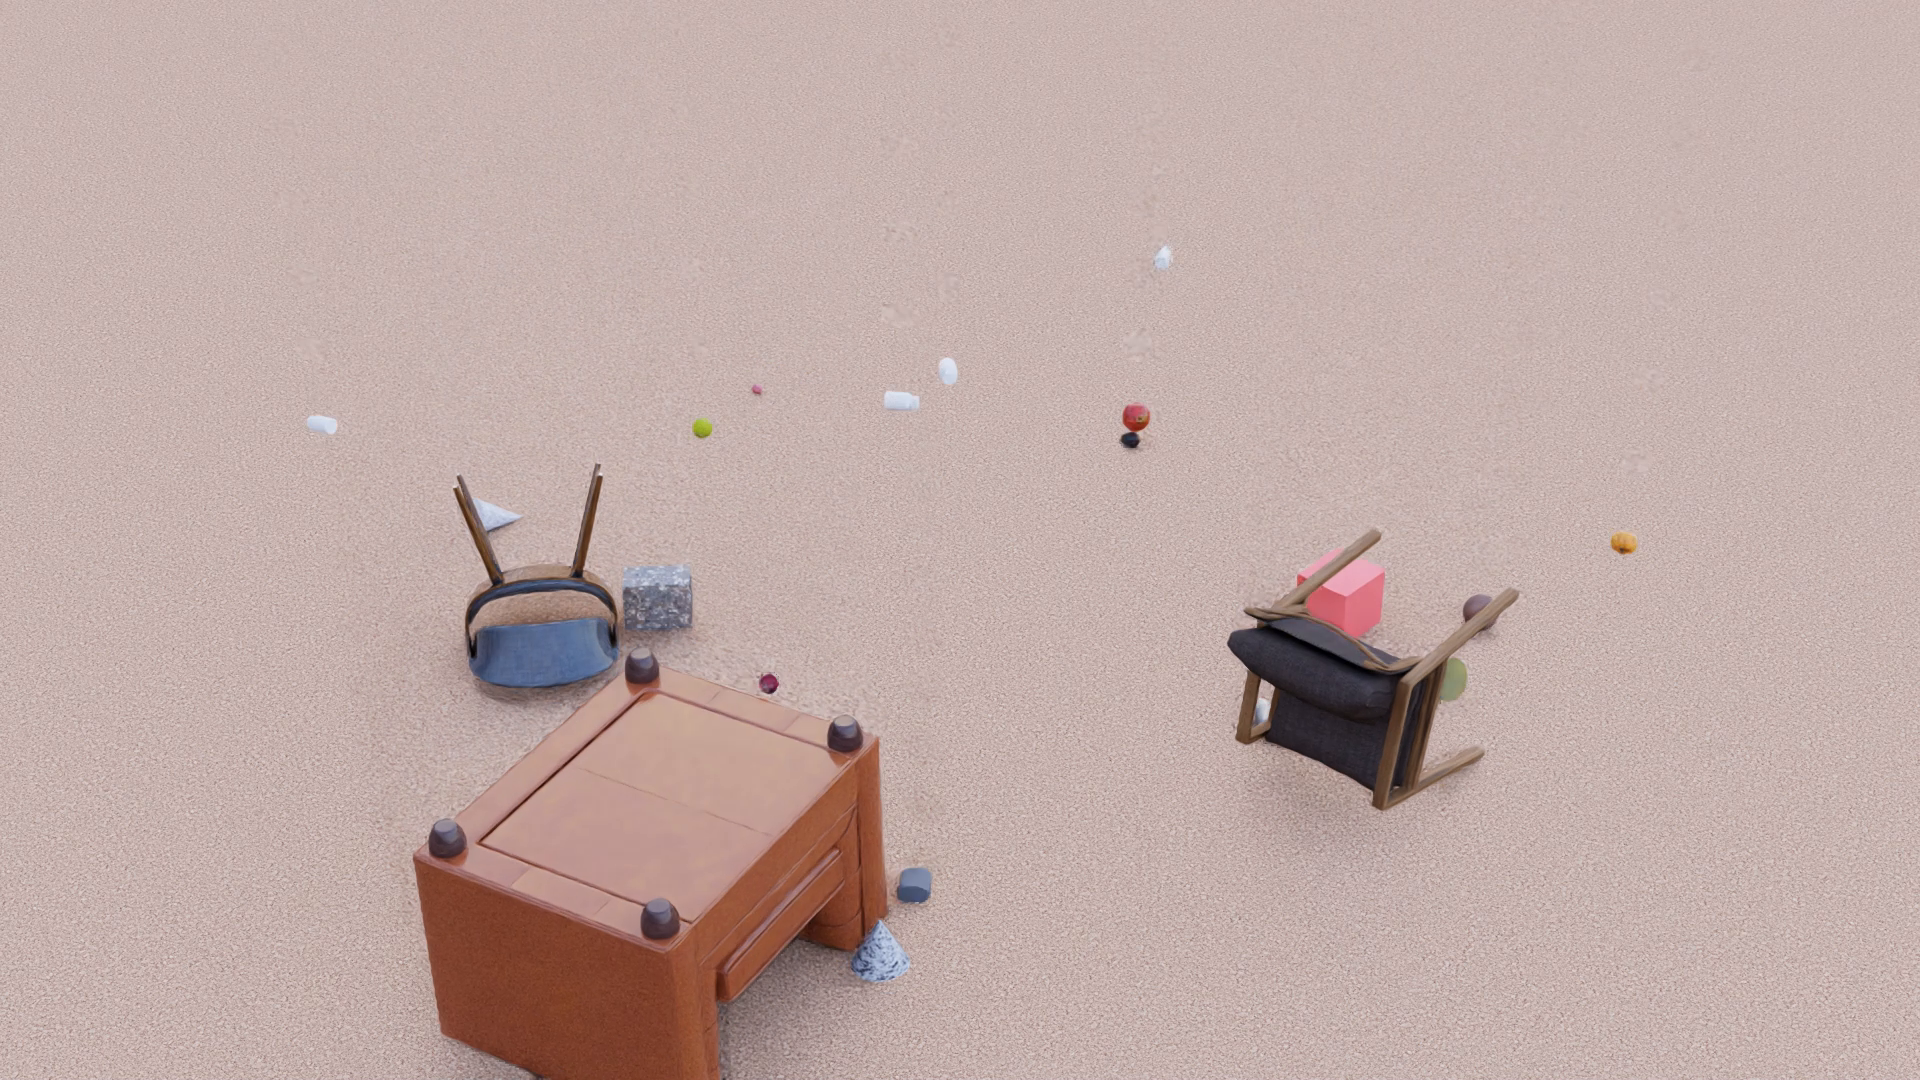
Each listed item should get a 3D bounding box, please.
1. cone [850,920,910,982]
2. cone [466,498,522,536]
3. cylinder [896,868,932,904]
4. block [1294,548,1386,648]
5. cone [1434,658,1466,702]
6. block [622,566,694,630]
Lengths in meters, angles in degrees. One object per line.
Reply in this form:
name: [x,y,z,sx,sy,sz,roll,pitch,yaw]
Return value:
cone: [-0.244,1.222,8.929,0.180,0.178,0.171,-1,33,-2]
cone: [-1.732,-0.088,11.016,0.207,0.139,0.145,-1,59,-38]
cylinder: [-0.144,1.087,9.232,0.102,0.069,0.093,-1,35,7]
block: [1.351,0.205,10.432,0.212,0.220,0.235,27,42,35]
cone: [1.699,0.476,10.160,0.106,0.154,0.141,16,7,7]
block: [-1.078,0.206,10.459,0.238,0.183,0.133,-2,30,-3]
